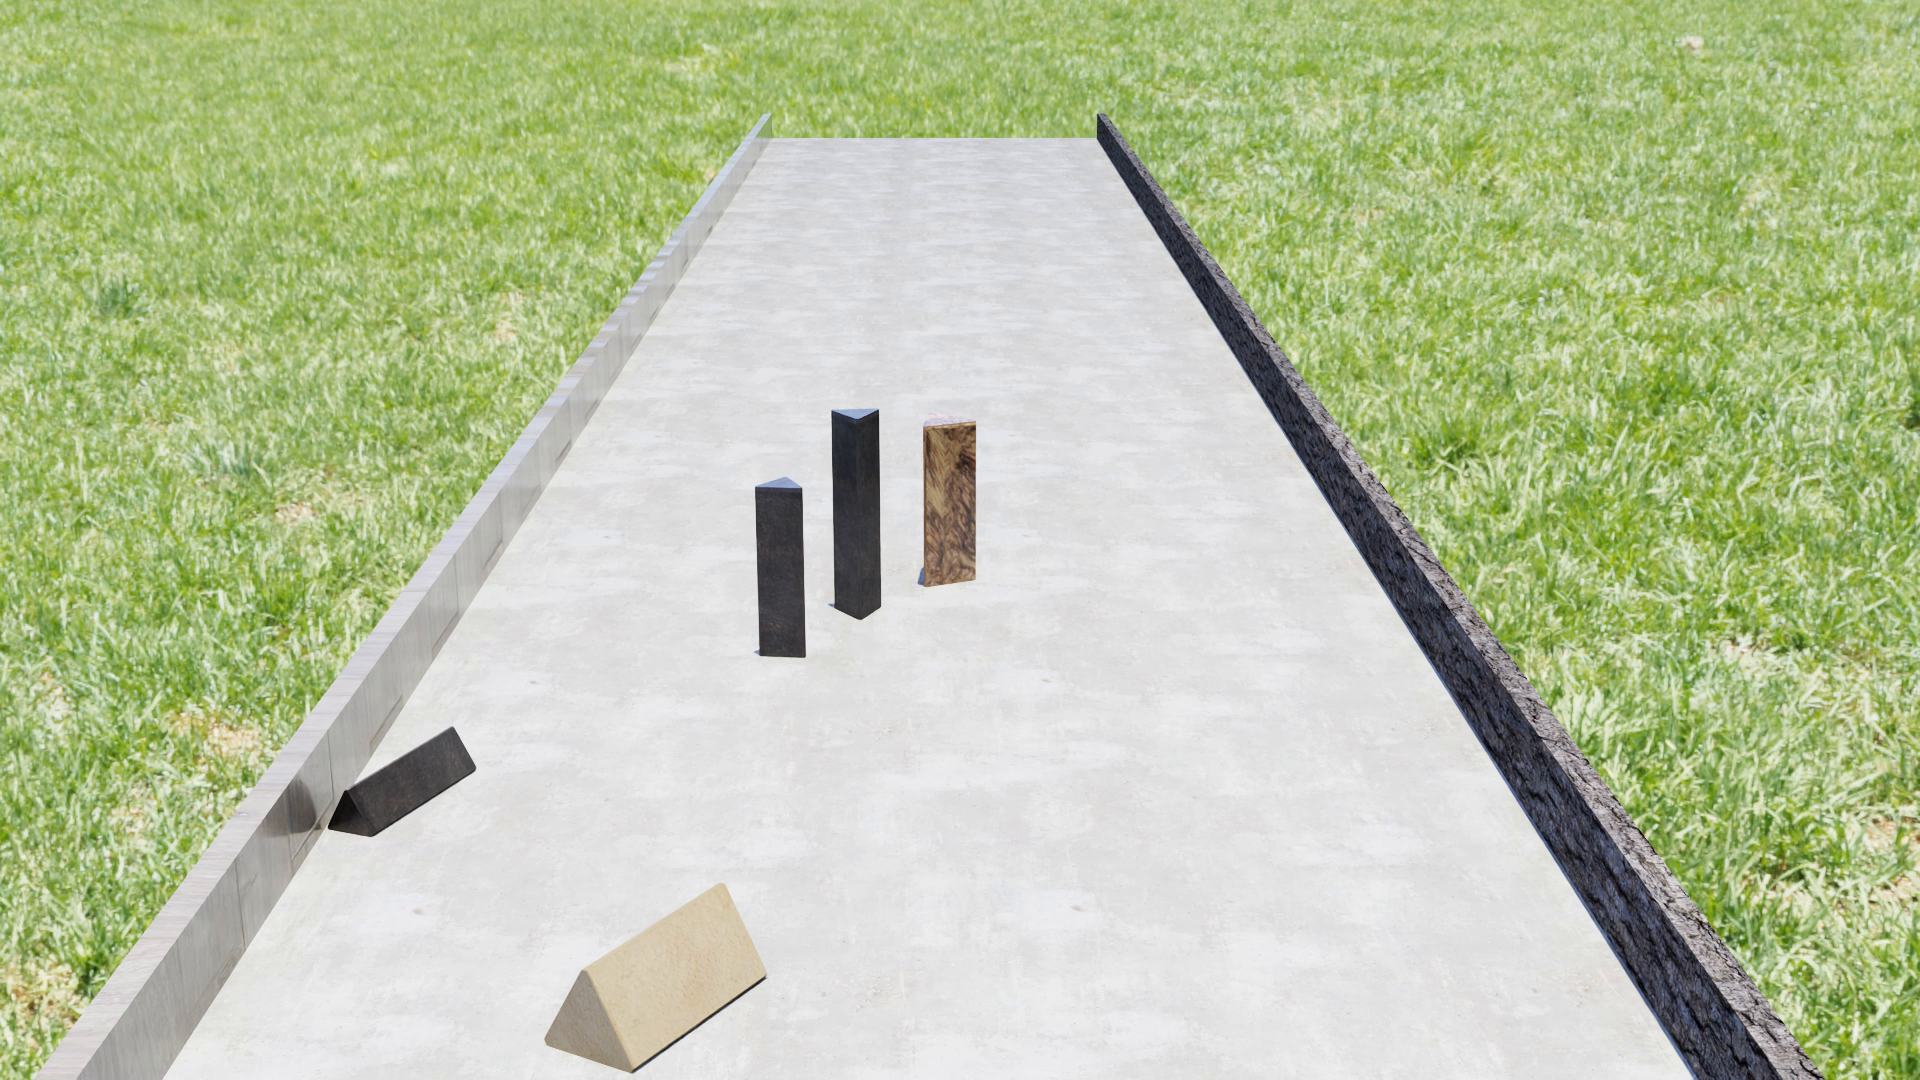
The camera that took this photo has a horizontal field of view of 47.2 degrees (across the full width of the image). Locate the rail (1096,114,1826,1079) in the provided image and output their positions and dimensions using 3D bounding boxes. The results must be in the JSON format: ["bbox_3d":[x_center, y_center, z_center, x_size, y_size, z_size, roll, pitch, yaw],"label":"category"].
[{"bbox_3d":[0.932,-0.844,7.801,0.050,0.150,12.000,0,17,-1],"label":"rail"}]

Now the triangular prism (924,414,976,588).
[{"bbox_3d":[-0.045,-0.093,4.896,0.127,0.367,0.110,-8,18,-25],"label":"triangular prism"}]

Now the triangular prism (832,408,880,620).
[{"bbox_3d":[-0.205,-0.059,4.656,0.086,0.438,0.100,-12,20,-34],"label":"triangular prism"}]

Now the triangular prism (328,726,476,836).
[{"bbox_3d":[-0.946,0.403,3.732,0.087,0.075,0.306,6,18,20],"label":"triangular prism"}]

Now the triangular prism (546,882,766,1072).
[{"bbox_3d":[-0.415,0.586,3.020,0.148,0.128,0.306,10,19,29],"label":"triangular prism"}]

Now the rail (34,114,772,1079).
[{"bbox_3d":[-1.118,-0.838,7.780,0.050,0.150,12.000,0,17,-1],"label":"rail"}]

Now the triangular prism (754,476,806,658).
[{"bbox_3d":[-0.354,0.054,4.422,0.094,0.355,0.081,2,17,6],"label":"triangular prism"}]
